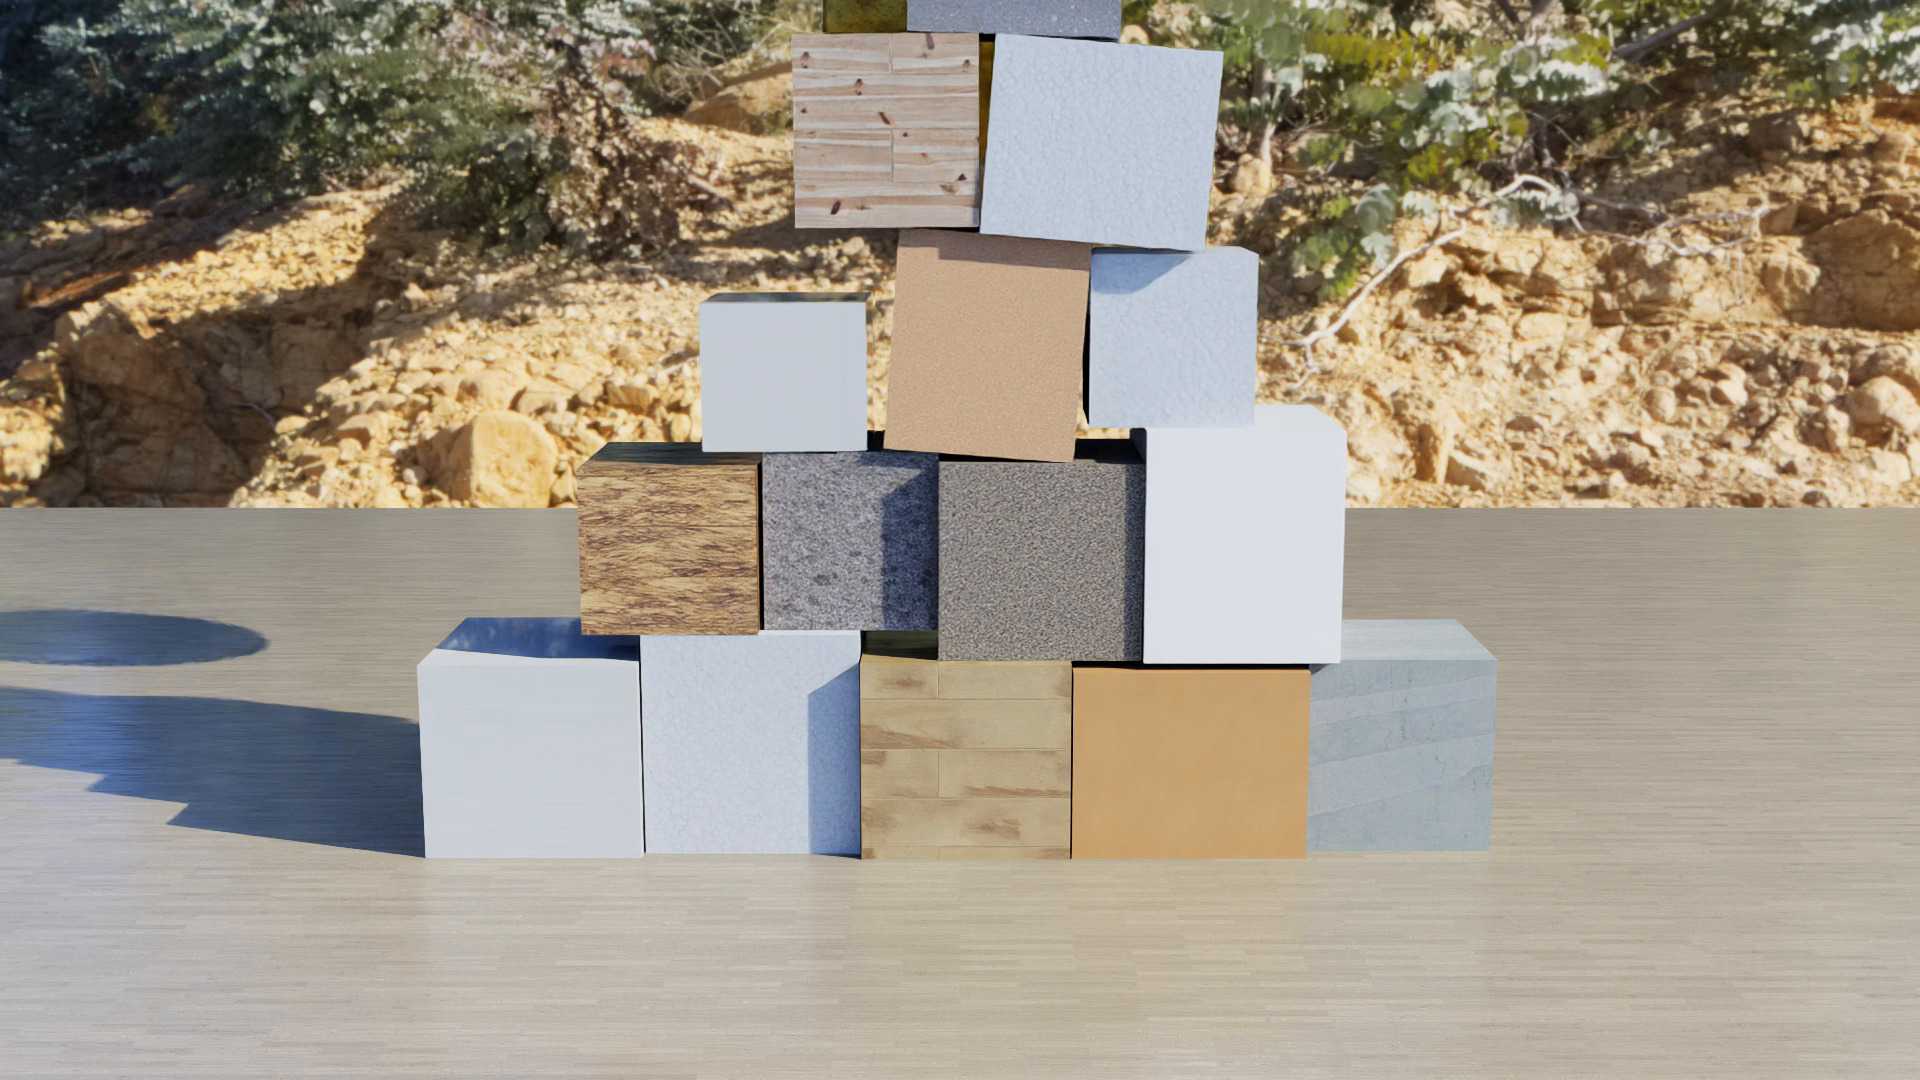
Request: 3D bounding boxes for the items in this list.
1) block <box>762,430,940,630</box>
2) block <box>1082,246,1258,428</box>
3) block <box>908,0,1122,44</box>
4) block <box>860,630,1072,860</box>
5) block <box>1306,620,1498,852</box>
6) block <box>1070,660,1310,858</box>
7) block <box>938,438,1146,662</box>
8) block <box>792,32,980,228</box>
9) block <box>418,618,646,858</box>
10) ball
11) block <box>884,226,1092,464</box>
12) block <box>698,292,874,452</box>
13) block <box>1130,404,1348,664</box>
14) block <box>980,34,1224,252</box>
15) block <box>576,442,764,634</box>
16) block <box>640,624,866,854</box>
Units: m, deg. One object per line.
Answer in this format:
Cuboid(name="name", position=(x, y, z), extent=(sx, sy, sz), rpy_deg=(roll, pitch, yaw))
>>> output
Cuboid(name="block", position=(-0.536, -0.063, 11.177), extent=(0.857, 0.891, 0.791), rpy_deg=(0, 10, 0))
Cuboid(name="block", position=(1.033, -1.024, 10.973), extent=(0.801, 0.837, 0.758), rpy_deg=(0, 10, 1))
Cuboid(name="block", position=(0.290, -2.859, 10.659), extent=(1.002, 0.838, 0.832), rpy_deg=(3, 10, 3))
Cuboid(name="block", position=(0.029, 0.988, 11.374), extent=(1.031, 0.987, 1.194), rpy_deg=(0, 10, 0))
Cuboid(name="block", position=(2.184, 0.991, 11.371), extent=(0.928, 0.983, 0.928), rpy_deg=(0, 10, 0))
Cuboid(name="block", position=(1.132, 1.010, 11.368), extent=(1.156, 0.945, 1.157), rpy_deg=(0, 10, 0))
Cuboid(name="block", position=(0.396, 0.028, 11.171), extent=(0.999, 0.973, 0.950), rpy_deg=(0, 10, 0))
Cuboid(name="block", position=(-0.347, -2.005, 10.793), extent=(0.873, 0.896, 0.936), rpy_deg=(0, 10, 0))
Cuboid(name="block", position=(-2.113, 0.996, 11.351), extent=(1.070, 0.980, 1.100), rpy_deg=(0, 10, 0))
Cuboid(name="ball", position=(0.000, -2.976, 12.748), extent=(1.600, 1.600, 1.600), rpy_deg=(0, 10, 0))
Cuboid(name="block", position=(0.135, -1.012, 11.004), extent=(0.923, 1.068, 0.891), rpy_deg=(4, 10, 0))
Cuboid(name="block", position=(-0.852, -0.857, 11.033), extent=(0.802, 0.718, 0.816), rpy_deg=(0, 10, 0))
Cuboid(name="block", position=(1.379, -0.056, 11.184), extent=(0.960, 1.143, 1.079), rpy_deg=(0, 10, 0))
Cuboid(name="block", position=(0.666, -1.950, 10.803), extent=(1.064, 0.926, 0.981), rpy_deg=(5, 10, 0))
Cuboid(name="block", position=(-1.419, -0.026, 11.170), extent=(0.863, 0.821, 0.969), rpy_deg=(0, 10, 0))
Cuboid(name="block", position=(-1.029, 0.927, 11.346), extent=(1.071, 1.117, 0.968), rpy_deg=(0, 10, 0))
